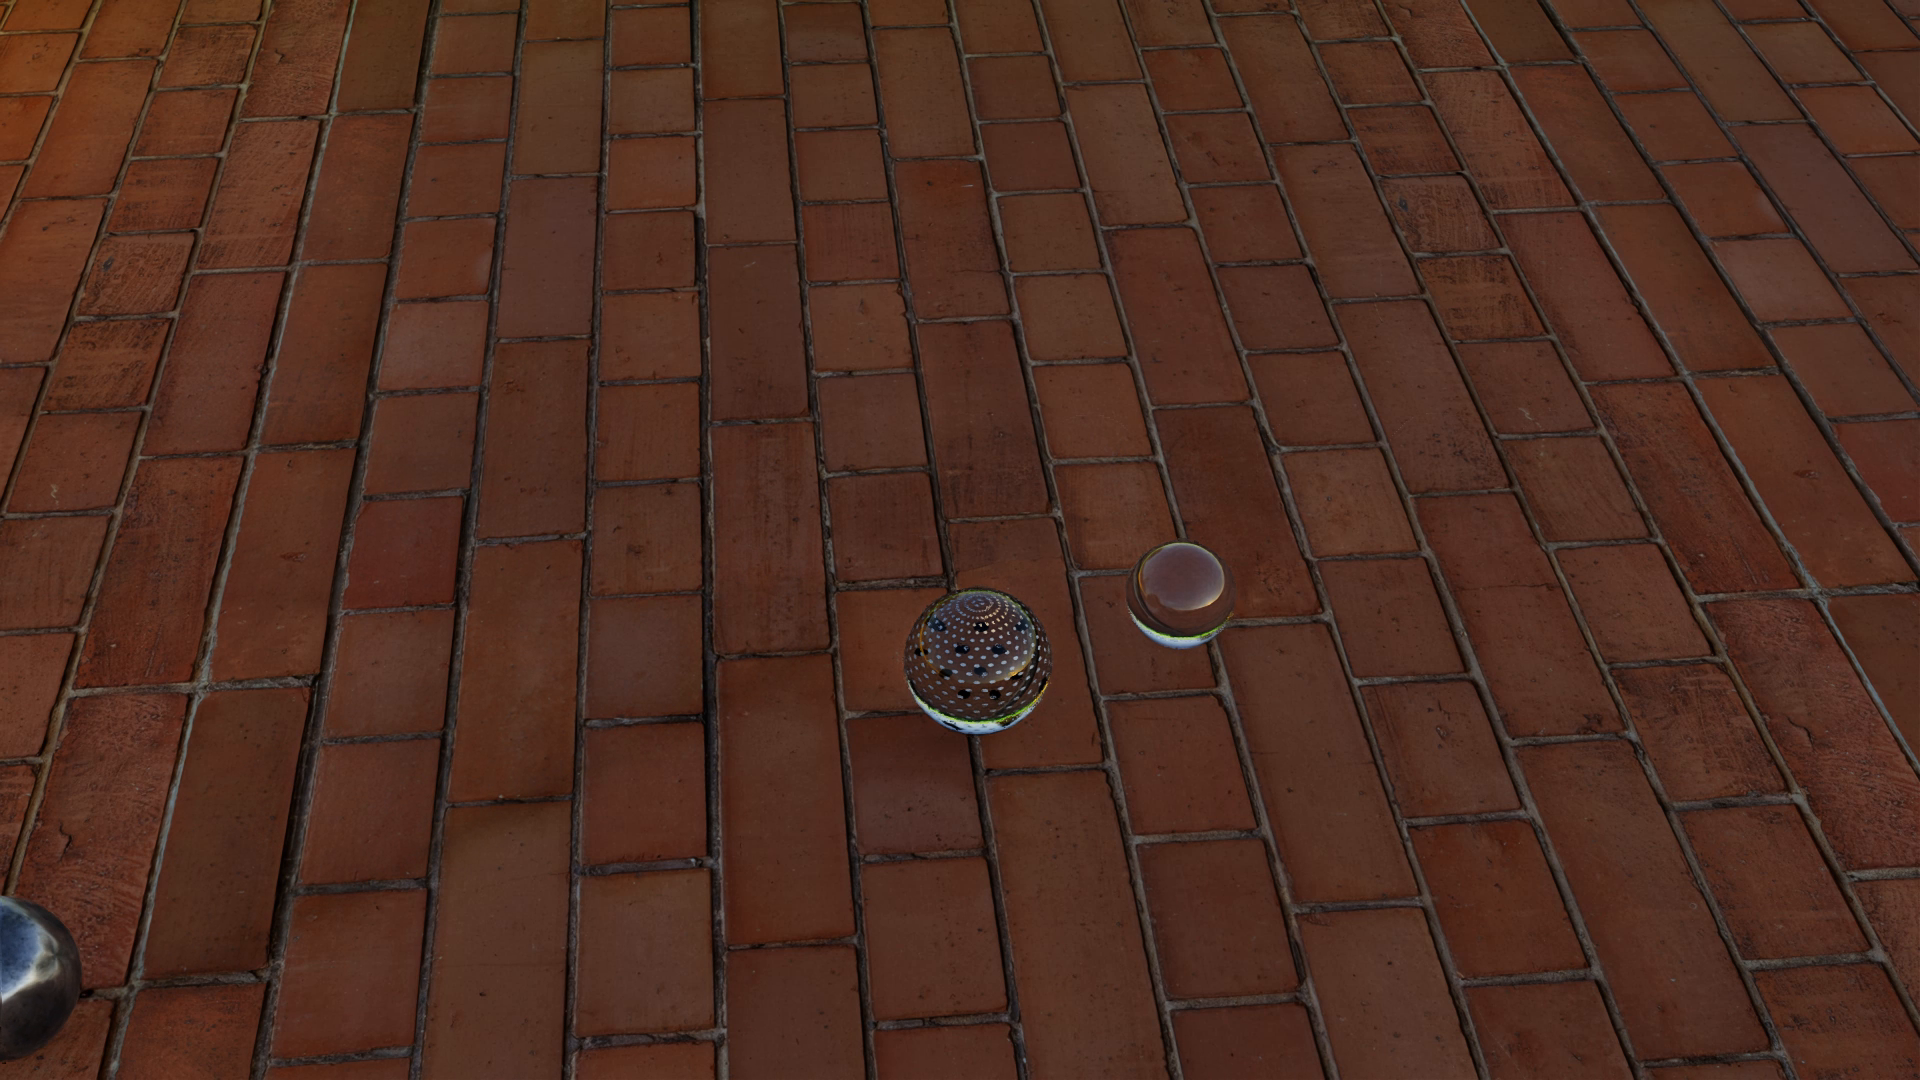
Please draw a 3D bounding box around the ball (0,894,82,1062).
[{"bbox_3d":[-0.486,0.221,1.291,0.083,0.083,0.083,0,36,0],"label":"ball"}]

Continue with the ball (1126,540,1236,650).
[{"bbox_3d":[0.134,0.033,1.561,0.066,0.066,0.066,0,36,0],"label":"ball"}]

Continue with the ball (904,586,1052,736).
[{"bbox_3d":[0.010,0.070,1.493,0.086,0.086,0.086,0,36,0],"label":"ball"}]
